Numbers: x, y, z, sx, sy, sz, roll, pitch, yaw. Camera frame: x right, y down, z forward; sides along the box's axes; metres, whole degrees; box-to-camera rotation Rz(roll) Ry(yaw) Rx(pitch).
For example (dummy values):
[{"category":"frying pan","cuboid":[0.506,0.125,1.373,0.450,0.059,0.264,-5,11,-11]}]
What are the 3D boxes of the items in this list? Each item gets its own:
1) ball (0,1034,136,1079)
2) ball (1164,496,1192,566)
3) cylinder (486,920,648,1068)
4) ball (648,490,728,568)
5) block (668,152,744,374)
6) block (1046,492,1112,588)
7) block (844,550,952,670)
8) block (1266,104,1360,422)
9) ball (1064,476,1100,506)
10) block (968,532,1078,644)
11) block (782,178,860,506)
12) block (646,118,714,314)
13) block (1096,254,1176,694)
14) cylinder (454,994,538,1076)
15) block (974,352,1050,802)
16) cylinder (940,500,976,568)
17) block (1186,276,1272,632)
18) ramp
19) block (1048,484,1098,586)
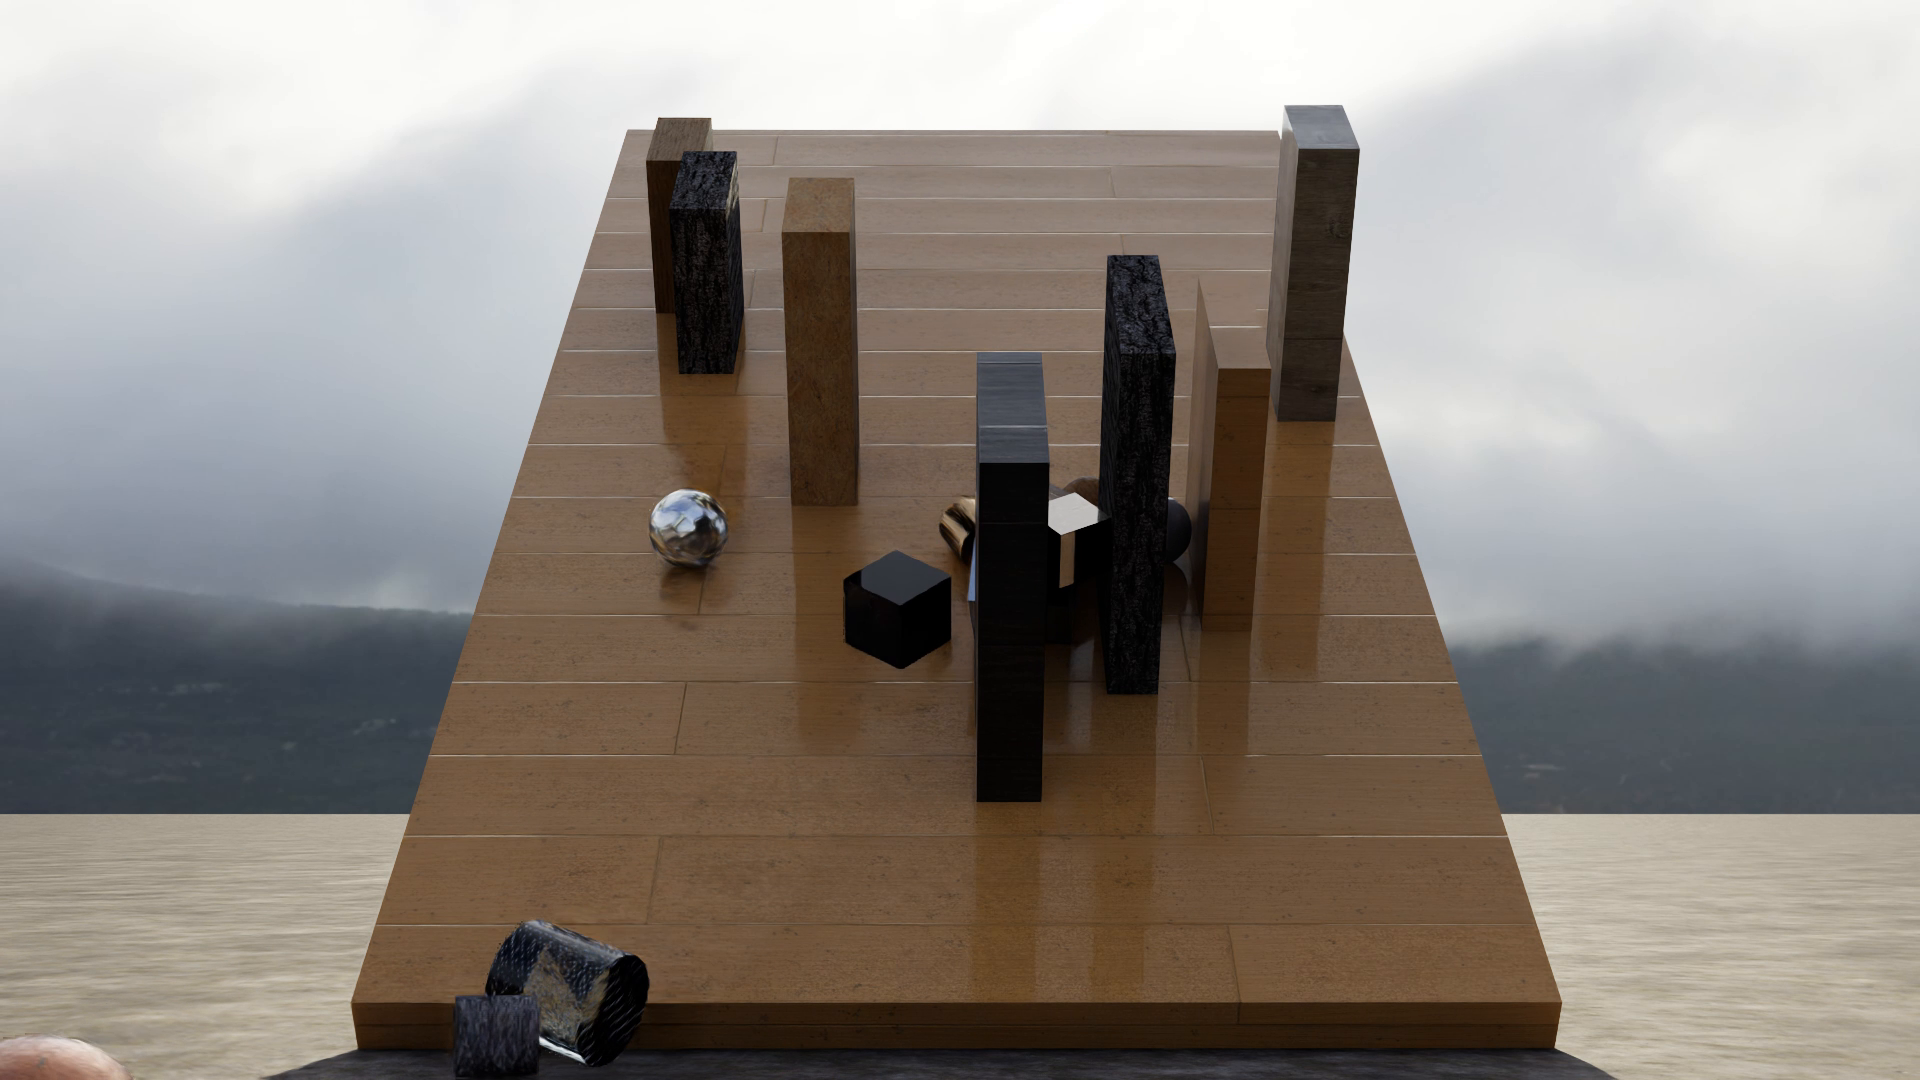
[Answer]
[{"category":"ball","cuboid":[-0.803,0.533,2.102,0.202,0.202,0.202,0,-6,0]},{"category":"ball","cuboid":[0.419,-0.021,5.184,0.155,0.155,0.155,0,-6,0]},{"category":"cylinder","cuboid":[-0.614,0.707,3.788,0.180,0.180,0.180,15,1,26]},{"category":"ball","cuboid":[-0.579,-0.024,5.167,0.169,0.169,0.169,0,-6,0]},{"category":"block","cuboid":[-0.628,-0.695,6.043,0.134,0.439,0.374,0,30,0]},{"category":"block","cuboid":[0.209,0.000,4.706,0.119,0.119,0.119,-18,35,-28]},{"category":"block","cuboid":[-0.125,0.141,4.906,0.153,0.153,0.153,24,38,35]},{"category":"block","cuboid":[0.827,-0.652,5.732,0.138,0.690,0.282,0,30,0]},{"category":"ball","cuboid":[0.283,-0.060,5.248,0.156,0.156,0.156,0,-6,0]},{"category":"block","cuboid":[0.131,0.075,4.895,0.200,0.200,0.200,4,-24,6]},{"category":"block","cuboid":[-0.306,-0.439,5.391,0.143,0.661,0.305,0,30,0]},{"category":"block","cuboid":[-0.721,-0.848,6.321,0.140,0.422,0.305,0,30,0]},{"category":"block","cuboid":[0.341,-0.129,4.782,0.100,0.746,0.442,0,30,0]},{"category":"cylinder","cuboid":[-0.697,0.744,3.636,0.118,0.118,0.118,1,-6,-15]},{"category":"block","cuboid":[0.091,0.068,4.477,0.120,0.714,0.428,0,30,0]},{"category":"cylinder","cuboid":[0.031,-0.012,5.205,0.114,0.114,0.114,4,26,-29]},{"category":"block","cuboid":[0.548,-0.182,5.017,0.102,0.601,0.434,0,30,0]},{"category":"ramp","cuboid":[-0.013,-0.206,5.747,2.000,0.100,4.000,0,30,0]},{"category":"block","cuboid":[0.186,0.002,5.138,0.159,0.159,0.159,-26,39,-37]}]
